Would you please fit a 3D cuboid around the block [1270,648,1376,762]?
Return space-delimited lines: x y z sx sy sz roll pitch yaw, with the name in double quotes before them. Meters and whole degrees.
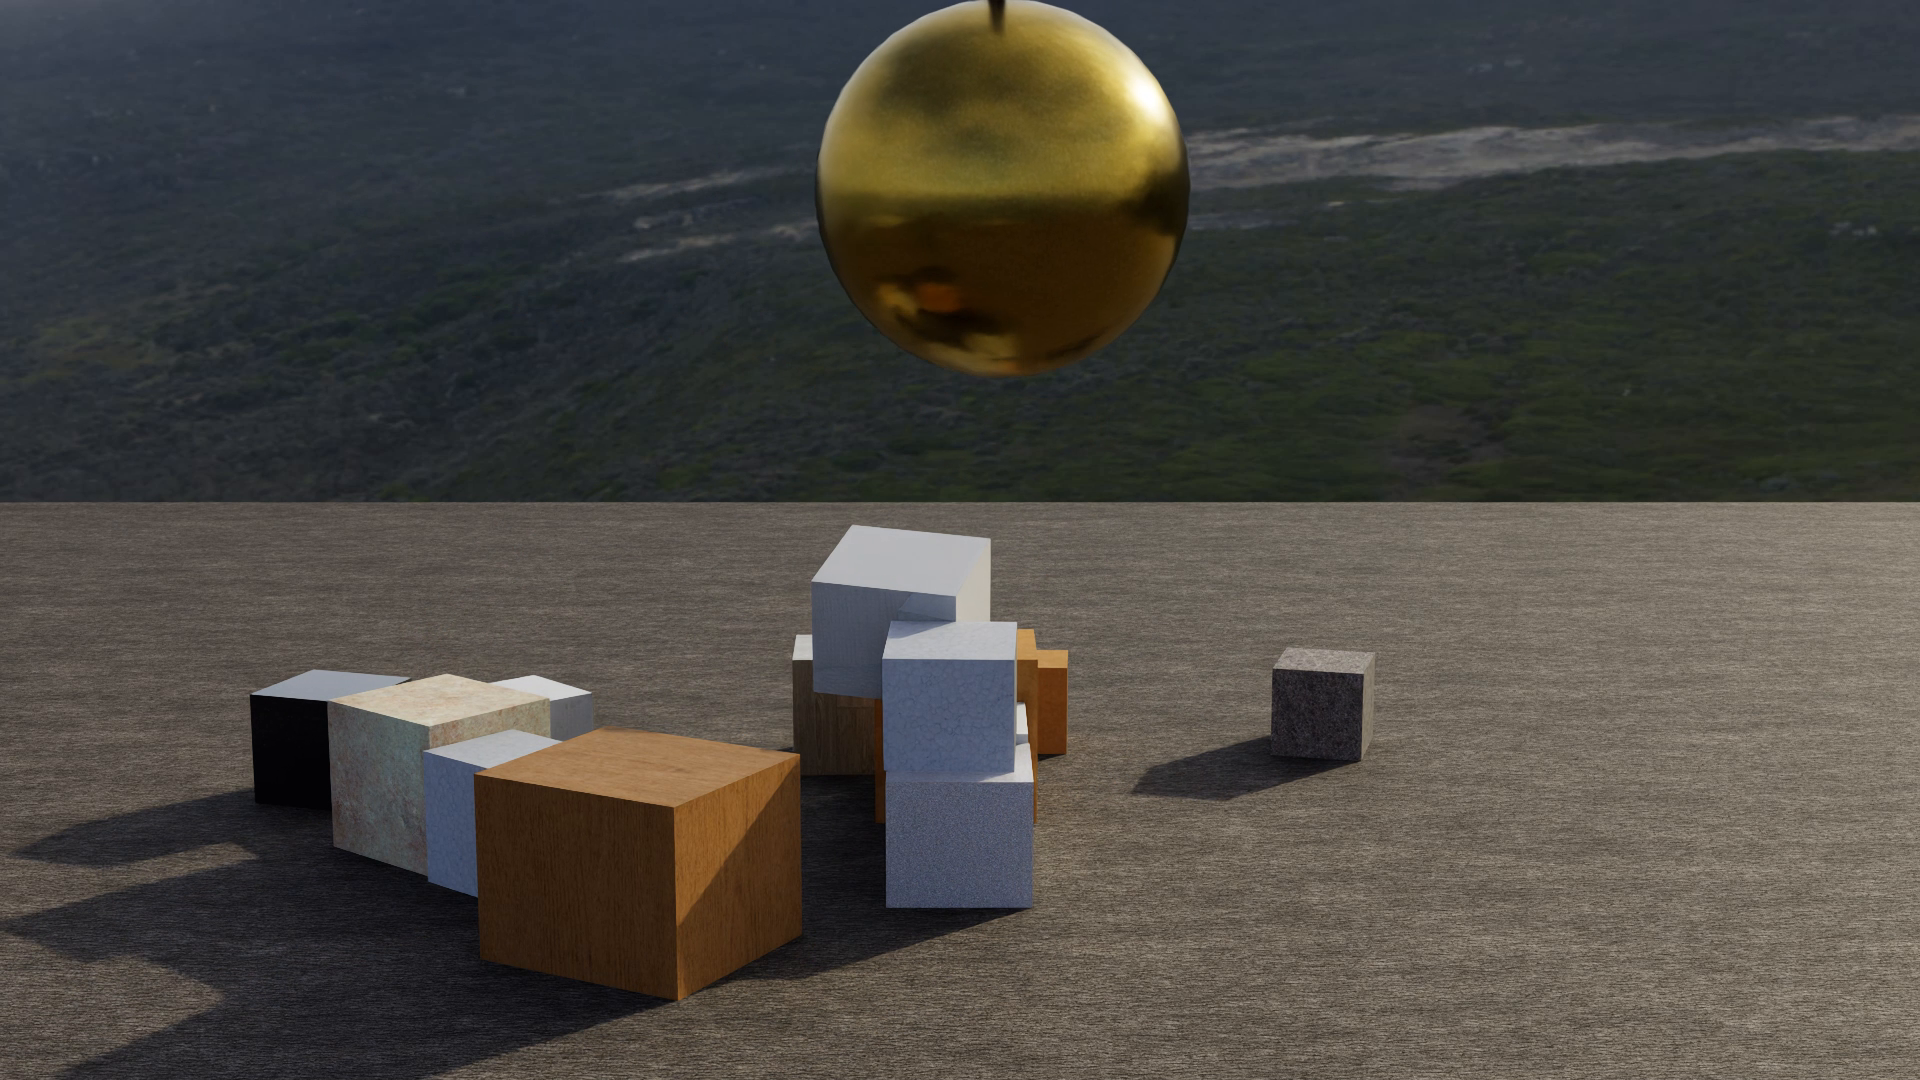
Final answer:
"block" 1.918 0.861 13.537 0.471 0.463 0.513 3 11 15

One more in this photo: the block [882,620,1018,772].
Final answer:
"block" -0.037 0.677 11.208 0.561 0.505 0.548 0 15 2

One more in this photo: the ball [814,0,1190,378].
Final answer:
"ball" 0.179 -1.488 10.910 1.600 1.600 1.600 0 10 0

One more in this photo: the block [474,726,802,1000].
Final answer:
"block" -1.290 1.279 10.383 0.968 0.769 0.883 6 12 29

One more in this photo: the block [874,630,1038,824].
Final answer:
"block" -0.018 0.893 12.433 0.767 0.796 0.670 0 10 0

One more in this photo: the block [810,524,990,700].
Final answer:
"block" -0.263 0.343 11.837 0.671 0.554 0.665 6 24 13

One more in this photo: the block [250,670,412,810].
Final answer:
"block" -3.081 0.984 12.631 0.563 0.545 0.555 3 11 19

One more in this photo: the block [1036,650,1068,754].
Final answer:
"block" 0.354 0.853 13.585 0.429 0.462 0.419 1 10 3

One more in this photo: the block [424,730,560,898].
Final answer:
"block" -1.945 1.213 11.233 0.614 0.593 0.502 9 13 40

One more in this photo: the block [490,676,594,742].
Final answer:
"block" -2.167 0.999 12.640 0.518 0.513 0.515 -9 14 -42

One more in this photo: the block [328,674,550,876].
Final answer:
"block" -2.380 1.066 11.771 0.738 0.692 0.687 9 13 40

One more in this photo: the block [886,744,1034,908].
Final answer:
"block" -0.002 1.238 11.207 0.626 0.554 0.640 0 10 0

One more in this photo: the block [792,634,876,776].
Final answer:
"block" -0.538 0.844 13.254 0.626 0.598 0.589 0 10 -2

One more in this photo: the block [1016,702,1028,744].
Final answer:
"block" 0.008 1.106 11.820 0.593 0.594 0.593 0 10 0
